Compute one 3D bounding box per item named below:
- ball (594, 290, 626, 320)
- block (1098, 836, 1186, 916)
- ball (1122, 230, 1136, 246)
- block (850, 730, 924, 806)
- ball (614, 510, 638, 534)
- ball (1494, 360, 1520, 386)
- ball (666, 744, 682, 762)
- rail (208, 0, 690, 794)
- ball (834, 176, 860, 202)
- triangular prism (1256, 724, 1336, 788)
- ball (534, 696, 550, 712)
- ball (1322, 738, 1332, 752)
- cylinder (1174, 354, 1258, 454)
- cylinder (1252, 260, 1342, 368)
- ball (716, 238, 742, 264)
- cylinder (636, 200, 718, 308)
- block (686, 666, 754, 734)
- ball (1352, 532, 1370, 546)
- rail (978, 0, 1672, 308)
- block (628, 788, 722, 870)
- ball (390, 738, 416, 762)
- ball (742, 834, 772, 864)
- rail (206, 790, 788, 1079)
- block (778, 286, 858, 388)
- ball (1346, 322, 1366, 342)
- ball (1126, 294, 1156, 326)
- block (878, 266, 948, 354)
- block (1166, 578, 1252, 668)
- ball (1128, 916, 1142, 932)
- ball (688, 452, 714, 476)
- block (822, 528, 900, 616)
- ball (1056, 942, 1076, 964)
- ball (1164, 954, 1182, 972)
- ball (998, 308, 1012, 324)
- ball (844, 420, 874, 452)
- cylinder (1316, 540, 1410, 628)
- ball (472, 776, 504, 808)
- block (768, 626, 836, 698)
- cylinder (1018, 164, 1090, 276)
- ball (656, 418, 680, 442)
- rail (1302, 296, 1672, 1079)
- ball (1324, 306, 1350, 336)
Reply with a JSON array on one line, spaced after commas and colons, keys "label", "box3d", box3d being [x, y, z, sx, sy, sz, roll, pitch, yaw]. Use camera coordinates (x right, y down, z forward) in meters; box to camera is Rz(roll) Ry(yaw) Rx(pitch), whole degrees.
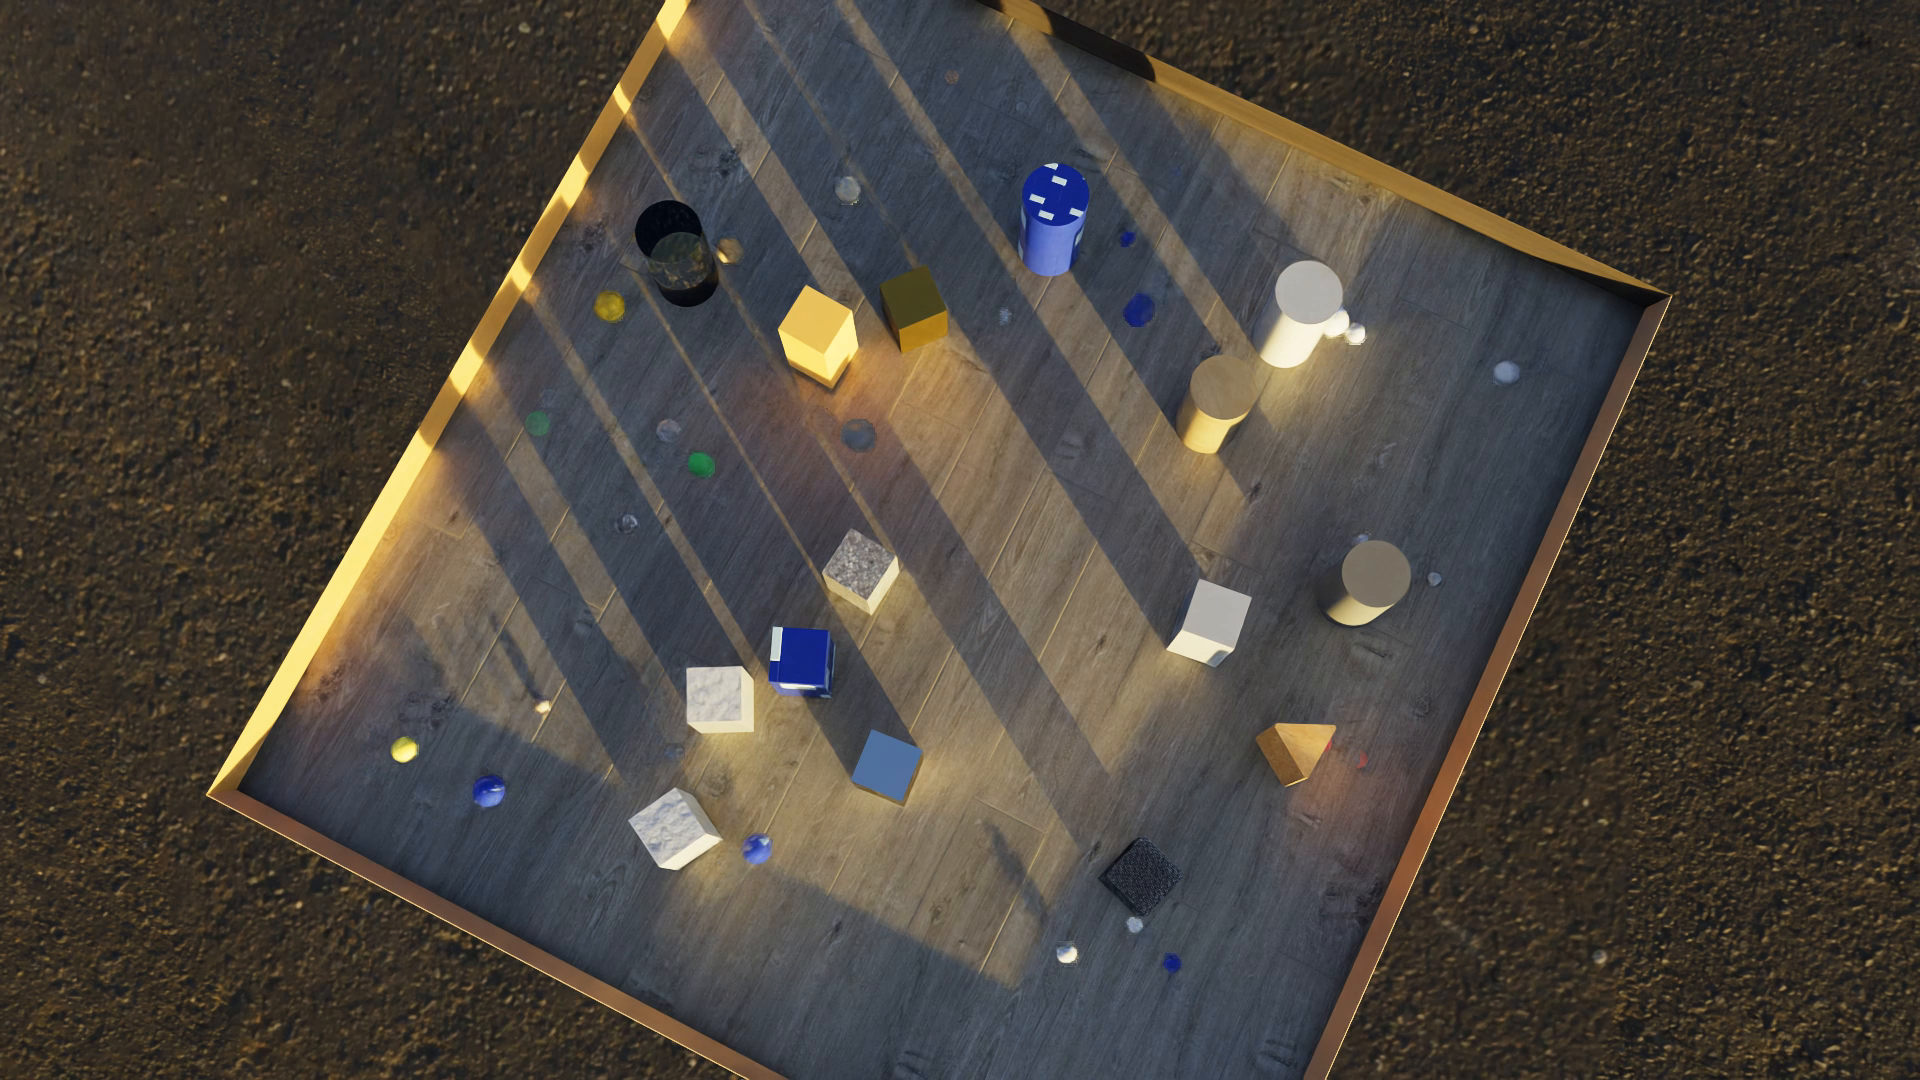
[{"label": "ball", "box3d": [-1.093, -0.732, 5.720, 0.095, 0.095, 0.095, 0, 78, 0]}, {"label": "block", "box3d": [0.517, 0.967, 5.262, 0.157, 0.303, 0.157, 43, 82, 8]}, {"label": "ball", "box3d": [0.532, -0.953, 5.790, 0.046, 0.046, 0.046, 0, 78, 0]}, {"label": "block", "box3d": [-0.208, 0.667, 5.339, 0.157, 0.274, 0.157, 22, 79, 4]}, {"label": "ball", "box3d": [-1.019, -0.054, 5.590, 0.073, 0.073, 0.073, 0, 78, 0]}, {"label": "ball", "box3d": [1.696, -0.518, 5.685, 0.076, 0.076, 0.076, 0, 78, 0]}, {"label": "ball", "box3d": [-0.852, 0.633, 5.460, 0.051, 0.051, 0.051, 0, 78, 0]}, {"label": "rail", "box3d": [-1.429, -0.693, 5.694, 0.045, 0.128, 3.330, 26, 80, 5]}, {"label": "ball", "box3d": [-0.356, -1.110, 5.805, 0.081, 0.081, 0.081, 0, 78, 0]}, {"label": "triangular prism", "box3d": [0.950, 0.593, 5.316, 0.147, 0.349, 0.170, 31, 80, 6]}, {"label": "ball", "box3d": [-1.254, 0.493, 5.491, 0.046, 0.046, 0.046, 0, 78, 0]}, {"label": "ball", "box3d": [1.082, 0.604, 5.465, 0.052, 0.052, 0.052, 0, 78, 0]}, {"label": "cylinder", "box3d": [0.765, -0.403, 5.502, 0.197, 0.387, 0.197, 0, 78, 0]}, {"label": "cylinder", "box3d": [1.016, -0.677, 5.541, 0.197, 0.423, 0.197, 0, 78, 0]}, {"label": "ball", "box3d": [-0.725, -0.911, 5.763, 0.083, 0.083, 0.083, 0, 78, 0]}, {"label": "cylinder", "box3d": [-0.860, -0.869, 5.594, 0.197, 0.396, 0.197, 0, 78, 0]}, {"label": "block", "box3d": [-0.700, 0.470, 5.366, 0.157, 0.300, 0.157, -2, 78, 0]}, {"label": "ball", "box3d": [1.224, 0.000, 5.591, 0.050, 0.050, 0.050, 0, 78, 0]}, {"label": "rail", "box3d": [0.734, -1.431, 5.846, 3.243, 0.128, 0.045, 26, 80, 5]}, {"label": "block", "box3d": [-0.813, 0.833, 5.262, 0.157, 0.357, 0.157, -35, 80, -7]}, {"label": "ball", "box3d": [-1.654, 0.624, 5.450, 0.074, 0.074, 0.074, 0, 78, 0]}, {"label": "ball", "box3d": [-0.598, 0.908, 5.384, 0.088, 0.088, 0.088, 0, 78, 0]}, {"label": "rail", "box3d": [-0.734, 1.444, 5.251, 3.243, 0.128, 0.045, 26, 80, 5]}, {"label": "block", "box3d": [-0.427, -0.611, 5.561, 0.157, 0.356, 0.157, 30, 80, 6]}, {"label": "ball", "box3d": [1.233, -0.646, 5.716, 0.062, 0.062, 0.062, 0, 78, 0]}, {"label": "ball", "box3d": [0.563, -0.717, 5.717, 0.095, 0.095, 0.095, 0, 78, 0]}, {"label": "block", "box3d": [-0.142, -0.708, 5.641, 0.157, 0.240, 0.157, -23, 79, -5]}, {"label": "block", "box3d": [0.725, 0.247, 5.367, 0.157, 0.388, 0.157, 20, 79, 4]}, {"label": "ball", "box3d": [0.511, 1.123, 5.351, 0.046, 0.046, 0.046, 0, 78, 0]}, {"label": "ball", "box3d": [-0.797, -0.232, 5.625, 0.077, 0.077, 0.077, 0, 78, 0]}, {"label": "block", "box3d": [-0.294, 0.096, 5.463, 0.157, 0.261, 0.157, 32, 80, 6]}, {"label": "ball", "box3d": [0.310, 1.202, 5.337, 0.060, 0.060, 0.060, 0, 78, 0]}, {"label": "ball", "box3d": [0.619, 1.233, 5.334, 0.053, 0.053, 0.053, 0, 78, 0]}, {"label": "ball", "box3d": [0.142, -0.702, 5.739, 0.045, 0.045, 0.045, 0, 78, 0]}, {"label": "ball", "box3d": [-0.312, -0.319, 5.634, 0.095, 0.095, 0.095, 0, 78, 0]}, {"label": "cylinder", "box3d": [1.184, 0.134, 5.395, 0.197, 0.380, 0.197, 0, 78, 0]}, {"label": "ball", "box3d": [-1.394, 0.742, 5.415, 0.093, 0.093, 0.093, 0, 78, 0]}, {"label": "block", "box3d": [-0.461, 0.362, 5.379, 0.157, 0.318, 0.157, 4, 78, 1]}, {"label": "cylinder", "box3d": [0.282, -0.972, 5.599, 0.197, 0.429, 0.197, 0, 78, 0]}, {"label": "ball", "box3d": [-0.898, -0.337, 5.649, 0.073, 0.073, 0.073, 0, 78, 0]}, {"label": "rail", "box3d": [1.429, 0.707, 5.404, 0.045, 0.128, 3.330, 26, 80, 5]}, {"label": "ball", "box3d": [1.158, -0.682, 5.692, 0.098, 0.098, 0.098, 0, 78, 0]}]
